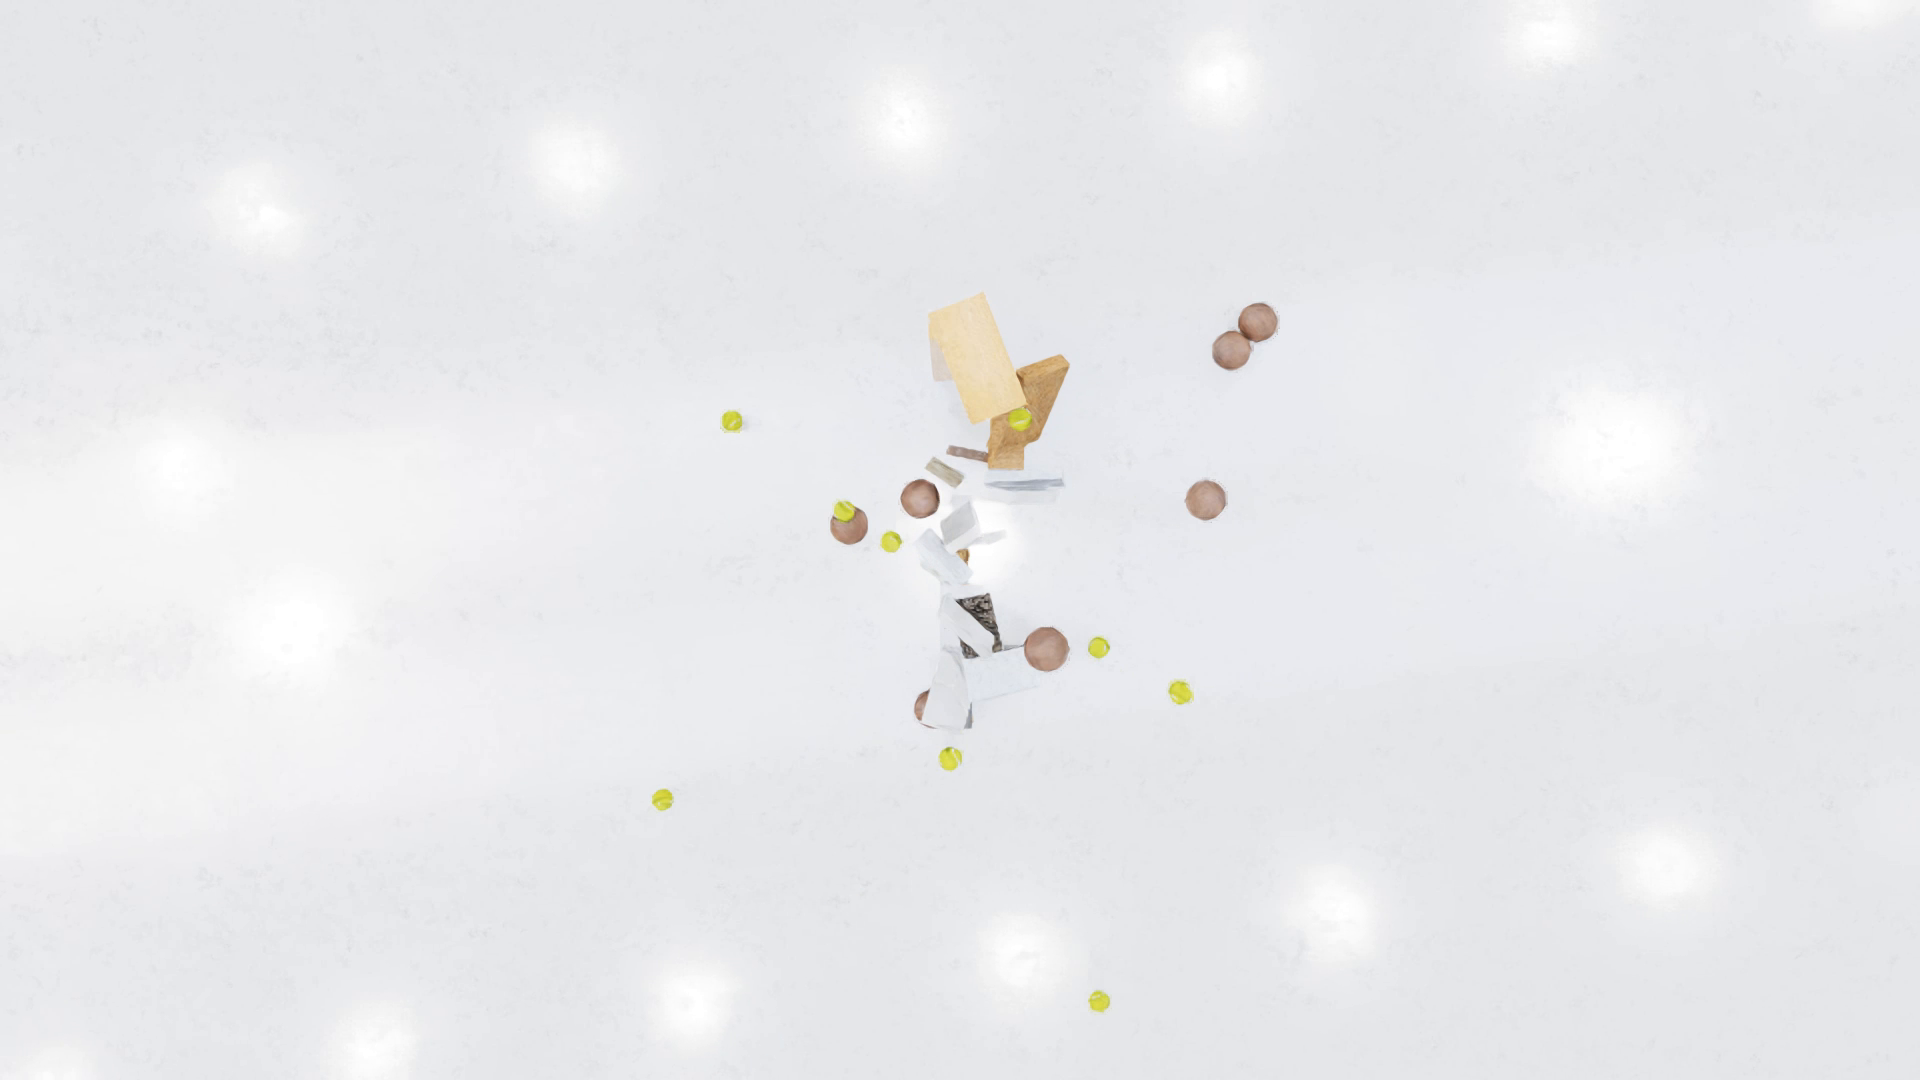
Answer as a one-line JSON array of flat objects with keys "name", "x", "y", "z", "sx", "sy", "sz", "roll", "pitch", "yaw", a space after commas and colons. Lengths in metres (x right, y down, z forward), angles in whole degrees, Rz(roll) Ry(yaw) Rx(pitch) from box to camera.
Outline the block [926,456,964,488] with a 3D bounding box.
[{"name": "block", "x": -0.051, "y": -0.220, "z": 5.364, "sx": 0.122, "sy": 0.061, "sz": 0.017, "roll": 33, "pitch": 55, "yaw": -6}]

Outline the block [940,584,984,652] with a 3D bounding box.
[{"name": "block", "x": 0.004, "y": 0.276, "z": 5.204, "sx": 0.137, "sy": 0.039, "sz": 0.275, "roll": 0, "pitch": 90, "yaw": 0}]

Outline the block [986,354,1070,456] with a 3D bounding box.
[{"name": "block", "x": 0.208, "y": -0.414, "z": 5.099, "sx": 0.176, "sy": 0.353, "sz": 0.050, "roll": -22, "pitch": 62, "yaw": -30}]

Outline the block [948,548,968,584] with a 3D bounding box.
[{"name": "block", "x": -0.008, "y": 0.091, "z": 5.443, "sx": 0.075, "sy": 0.021, "sz": 0.149, "roll": -1, "pitch": 131, "yaw": 0}]

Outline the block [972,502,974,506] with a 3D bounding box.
[{"name": "block", "x": 0.007, "y": -0.098, "z": 5.434, "sx": 0.066, "sy": 0.131, "sz": 0.019, "roll": 5, "pitch": 71, "yaw": -1}]

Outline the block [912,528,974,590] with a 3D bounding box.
[{"name": "block", "x": -0.052, "y": 0.058, "z": 5.174, "sx": 0.203, "sy": 0.101, "sz": 0.029, "roll": 46, "pitch": 122, "yaw": -1}]

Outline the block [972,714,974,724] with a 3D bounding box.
[{"name": "block", "x": 0.008, "y": 0.590, "z": 5.427, "sx": 0.073, "sy": 0.146, "sz": 0.021, "roll": -7, "pitch": 90, "yaw": 0}]

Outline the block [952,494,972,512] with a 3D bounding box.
[{"name": "block", "x": 0.004, "y": -0.080, "z": 5.359, "sx": 0.066, "sy": 0.019, "sz": 0.131, "roll": 2, "pitch": 91, "yaw": 1}]

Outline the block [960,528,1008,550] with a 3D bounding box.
[{"name": "block", "x": 0.039, "y": 0.002, "z": 5.250, "sx": 0.203, "sy": 0.101, "sz": 0.029, "roll": -9, "pitch": 98, "yaw": 40}]

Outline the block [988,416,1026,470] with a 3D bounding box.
[{"name": "block", "x": 0.153, "y": -0.343, "z": 5.263, "sx": 0.117, "sy": 0.033, "sz": 0.233, "roll": 2, "pitch": 92, "yaw": -33}]

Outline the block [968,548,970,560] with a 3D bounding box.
[{"name": "block", "x": -0.004, "y": 0.027, "z": 5.427, "sx": 0.075, "sy": 0.149, "sz": 0.021, "roll": -1, "pitch": 66, "yaw": 0}]

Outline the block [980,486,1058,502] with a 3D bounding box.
[{"name": "block", "x": 0.186, "y": -0.143, "z": 5.185, "sx": 0.121, "sy": 0.241, "sz": 0.034, "roll": 10, "pitch": 97, "yaw": 38}]

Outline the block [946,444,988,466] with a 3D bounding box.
[{"name": "block", "x": 0.065, "y": -0.268, "z": 5.370, "sx": 0.117, "sy": 0.233, "sz": 0.033, "roll": 16, "pitch": 90, "yaw": -32}]

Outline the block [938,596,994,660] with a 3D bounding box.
[{"name": "block", "x": 0.019, "y": 0.264, "z": 5.011, "sx": 0.202, "sy": 0.101, "sz": 0.029, "roll": 43, "pitch": 116, "yaw": -15}]

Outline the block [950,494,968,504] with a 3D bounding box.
[{"name": "block", "x": -0.005, "y": -0.132, "z": 5.438, "sx": 0.061, "sy": 0.122, "sz": 0.017, "roll": 0, "pitch": 83, "yaw": 0}]

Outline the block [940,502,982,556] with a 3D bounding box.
[{"name": "block", "x": 0.001, "y": -0.039, "z": 5.227, "sx": 0.121, "sy": 0.241, "sz": 0.034, "roll": -35, "pitch": 109, "yaw": 7}]

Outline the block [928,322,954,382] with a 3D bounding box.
[{"name": "block", "x": -0.004, "y": -0.590, "z": 5.190, "sx": 0.176, "sy": 0.619, "sz": 0.050, "roll": -3, "pitch": 84, "yaw": 0}]

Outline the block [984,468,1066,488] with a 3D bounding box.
[{"name": "block", "x": 0.209, "y": -0.195, "z": 5.333, "sx": 0.251, "sy": 0.121, "sz": 0.034, "roll": -3, "pitch": 78, "yaw": 9}]

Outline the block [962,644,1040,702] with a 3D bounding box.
[{"name": "block", "x": 0.130, "y": 0.410, "z": 5.103, "sx": 0.259, "sy": 0.037, "sz": 0.130, "roll": -10, "pitch": 91, "yaw": -38}]

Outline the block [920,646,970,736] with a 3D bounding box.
[{"name": "block", "x": -0.024, "y": 0.464, "z": 5.100, "sx": 0.130, "sy": 0.037, "sz": 0.259, "roll": 18, "pitch": 60, "yaw": -3}]

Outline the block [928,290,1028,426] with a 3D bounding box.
[{"name": "block", "x": 0.052, "y": -0.536, "z": 4.867, "sx": 0.176, "sy": 0.050, "sz": 0.353, "roll": -21, "pitch": 101, "yaw": 4}]

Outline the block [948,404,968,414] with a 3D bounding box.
[{"name": "block", "x": 0.076, "y": -0.426, "z": 5.370, "sx": 0.117, "sy": 0.233, "sz": 0.033, "roll": -3, "pitch": 97, "yaw": -35}]

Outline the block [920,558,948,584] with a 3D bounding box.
[{"name": "block", "x": -0.064, "y": 0.085, "z": 5.293, "sx": 0.075, "sy": 0.149, "sz": 0.021, "roll": -49, "pitch": 126, "yaw": -4}]

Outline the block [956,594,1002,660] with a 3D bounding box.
[{"name": "block", "x": 0.061, "y": 0.305, "z": 5.124, "sx": 0.130, "sy": 0.037, "sz": 0.259, "roll": -11, "pitch": 86, "yaw": -38}]

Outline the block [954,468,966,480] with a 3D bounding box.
[{"name": "block", "x": -0.027, "y": -0.224, "z": 5.432, "sx": 0.061, "sy": 0.122, "sz": 0.017, "roll": 14, "pitch": 88, "yaw": 19}]

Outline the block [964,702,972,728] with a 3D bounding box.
[{"name": "block", "x": 0.003, "y": 0.538, "z": 5.344, "sx": 0.073, "sy": 0.021, "sz": 0.146, "roll": 0, "pitch": 90, "yaw": 0}]
